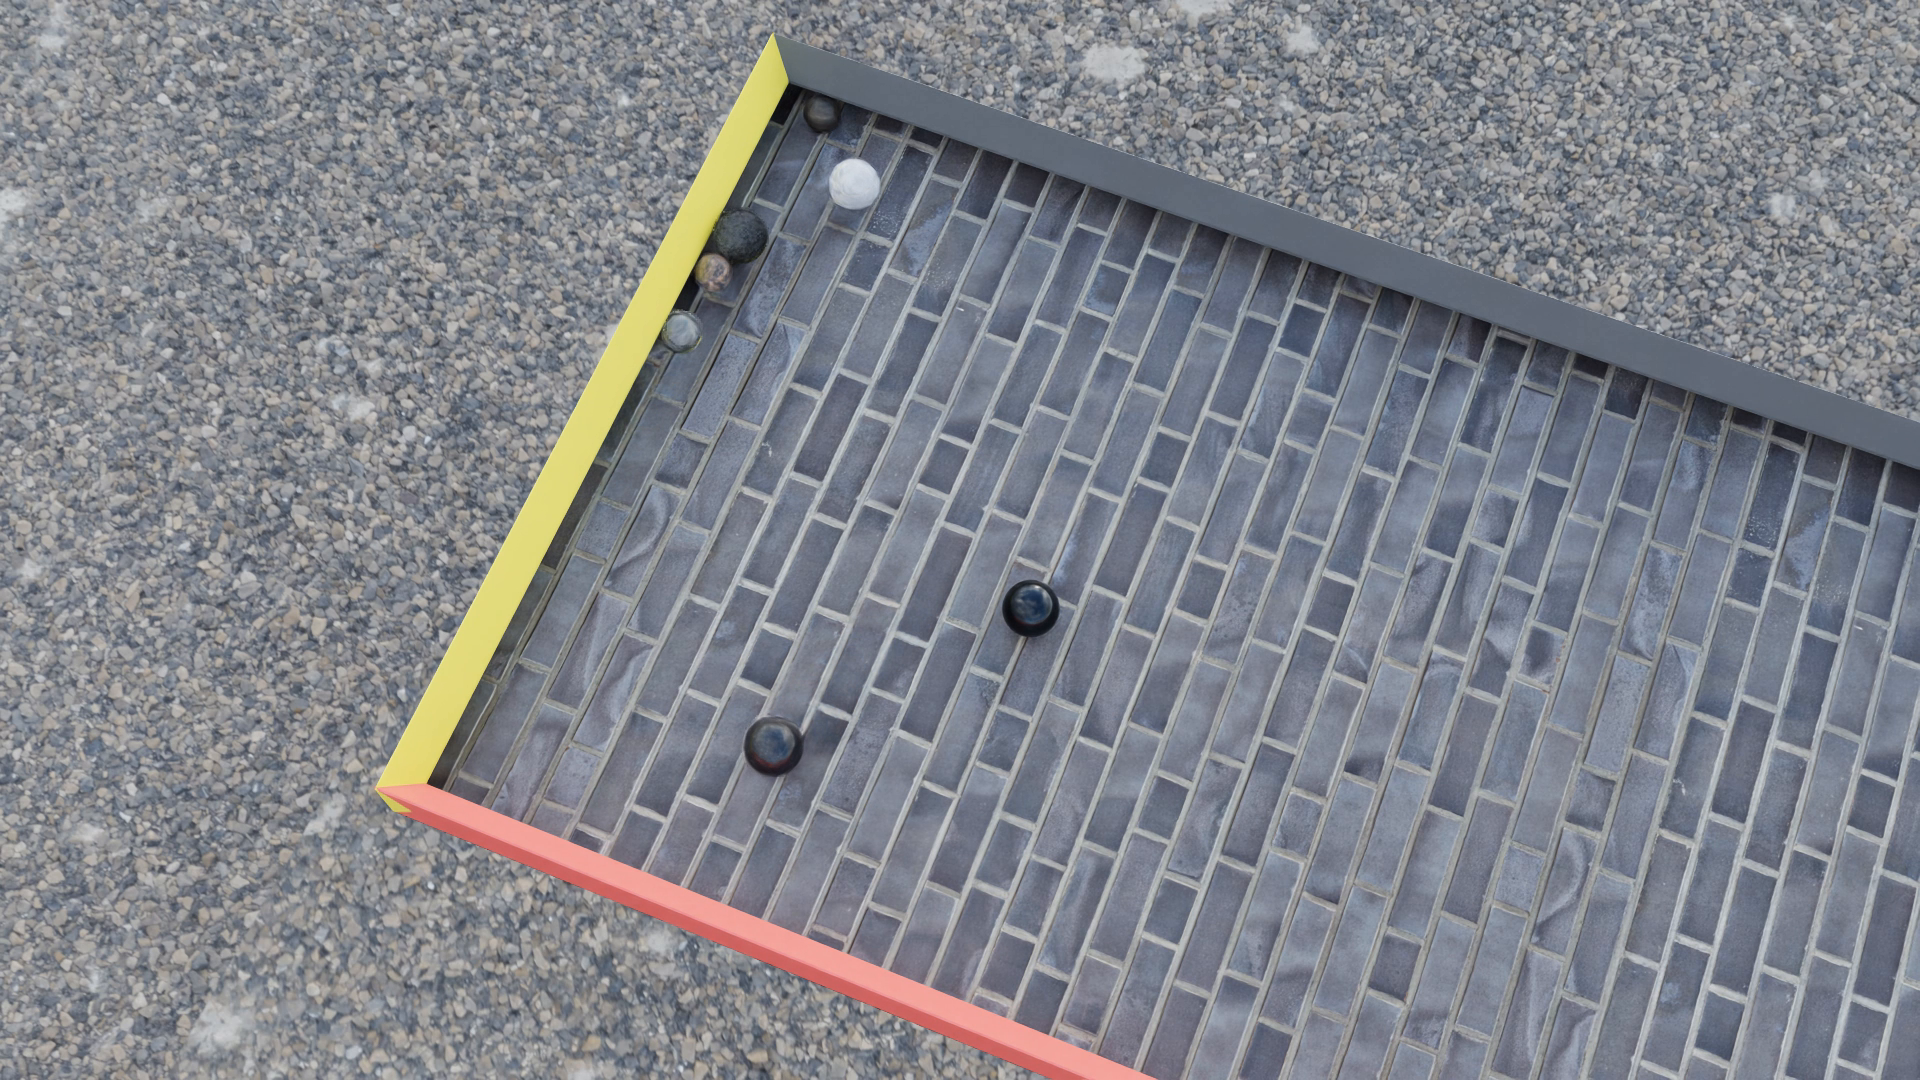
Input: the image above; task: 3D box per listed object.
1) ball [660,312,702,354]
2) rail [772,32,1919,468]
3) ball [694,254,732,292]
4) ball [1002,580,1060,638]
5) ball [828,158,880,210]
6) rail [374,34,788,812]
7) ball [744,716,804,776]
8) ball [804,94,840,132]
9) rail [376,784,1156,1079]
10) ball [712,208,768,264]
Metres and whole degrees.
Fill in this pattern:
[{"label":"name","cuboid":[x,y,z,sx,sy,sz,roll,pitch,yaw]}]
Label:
[{"label":"ball","cuboid":[-0.464,-0.345,3.662,0.069,0.069,0.069,0,67,0]},{"label":"rail","cuboid":[0.861,-0.390,3.652,2.573,0.120,0.045,20,68,8]},{"label":"ball","cuboid":[-0.417,-0.450,3.709,0.065,0.065,0.065,0,67,0]},{"label":"ball","cuboid":[0.112,0.108,3.457,0.091,0.091,0.091,0,67,0]},{"label":"ball","cuboid":[-0.181,-0.609,3.764,0.087,0.087,0.087,0,67,0]},{"label":"rail","cuboid":[-0.575,-0.222,3.580,0.045,0.120,1.460,20,68,8]},{"label":"ball","cuboid":[-0.285,0.315,3.368,0.093,0.093,0.093,0,67,0]},{"label":"ball","cuboid":[-0.241,-0.744,3.834,0.064,0.064,0.064,0,67,0]},{"label":"rail","cuboid":[0.332,0.815,3.139,2.573,0.120,0.045,20,68,8]},{"label":"ball","cuboid":[-0.372,-0.514,3.721,0.092,0.092,0.092,0,67,0]}]
